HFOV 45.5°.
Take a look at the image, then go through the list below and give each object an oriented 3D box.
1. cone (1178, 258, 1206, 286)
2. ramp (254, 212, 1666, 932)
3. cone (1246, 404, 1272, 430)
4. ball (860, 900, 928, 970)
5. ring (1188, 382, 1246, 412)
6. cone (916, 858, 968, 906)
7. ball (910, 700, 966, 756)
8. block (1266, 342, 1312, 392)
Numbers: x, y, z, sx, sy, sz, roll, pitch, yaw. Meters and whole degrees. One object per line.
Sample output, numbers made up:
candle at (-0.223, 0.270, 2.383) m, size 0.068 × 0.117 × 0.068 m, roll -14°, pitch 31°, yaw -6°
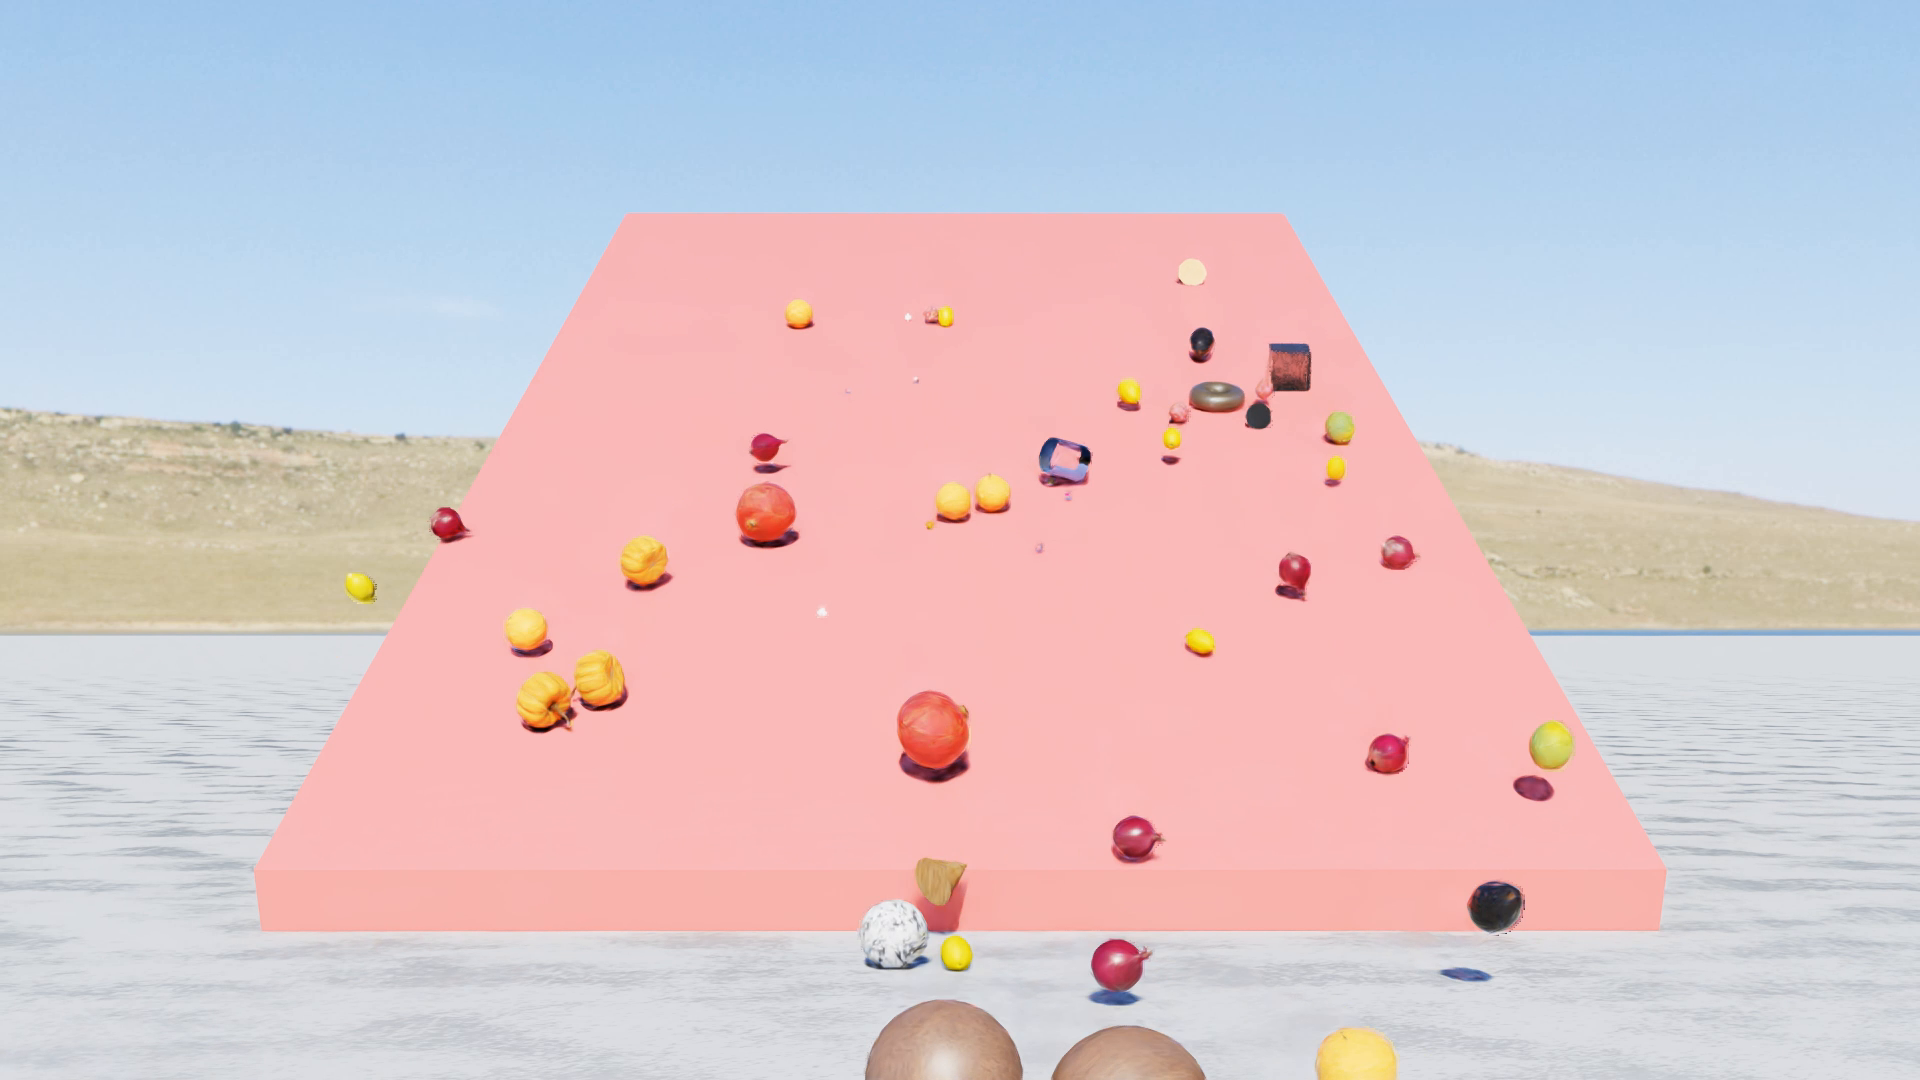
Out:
cone at (0.625, -0.719, 6.216) m, size 0.076 × 0.076 × 0.076 m, roll 0°, pitch -5°, yaw -3°
ramp at (-0.006, -0.218, 5.118) m, size 2.000 × 0.100 × 4.000 m, roll 0°, pitch 21°, yaw 0°
cone at (0.657, -0.270, 5.082) m, size 0.059 × 0.059 × 0.059 m, roll 0°, pitch -5°, yaw -6°
ball at (-0.084, 0.502, 2.914) m, size 0.088 × 0.088 × 0.088 m, roll 0°, pitch -2°, yaw 0°
ring at (0.585, -0.326, 5.201) m, size 0.129 × 0.043 × 0.129 m, roll 1°, pitch 22°, yaw -1°
cone at (-0.013, 0.461, 3.173) m, size 0.069 × 0.069 × 0.069 m, roll -21°, pitch 12°, yaw -41°
ball at (-0.034, 0.293, 3.563) m, size 0.086 × 0.086 × 0.086 m, roll 0°, pitch -2°, yaw 0°
block at (0.767, -0.403, 5.333) m, size 0.090 × 0.090 × 0.090 m, roll 1°, pitch 21°, yaw 1°
